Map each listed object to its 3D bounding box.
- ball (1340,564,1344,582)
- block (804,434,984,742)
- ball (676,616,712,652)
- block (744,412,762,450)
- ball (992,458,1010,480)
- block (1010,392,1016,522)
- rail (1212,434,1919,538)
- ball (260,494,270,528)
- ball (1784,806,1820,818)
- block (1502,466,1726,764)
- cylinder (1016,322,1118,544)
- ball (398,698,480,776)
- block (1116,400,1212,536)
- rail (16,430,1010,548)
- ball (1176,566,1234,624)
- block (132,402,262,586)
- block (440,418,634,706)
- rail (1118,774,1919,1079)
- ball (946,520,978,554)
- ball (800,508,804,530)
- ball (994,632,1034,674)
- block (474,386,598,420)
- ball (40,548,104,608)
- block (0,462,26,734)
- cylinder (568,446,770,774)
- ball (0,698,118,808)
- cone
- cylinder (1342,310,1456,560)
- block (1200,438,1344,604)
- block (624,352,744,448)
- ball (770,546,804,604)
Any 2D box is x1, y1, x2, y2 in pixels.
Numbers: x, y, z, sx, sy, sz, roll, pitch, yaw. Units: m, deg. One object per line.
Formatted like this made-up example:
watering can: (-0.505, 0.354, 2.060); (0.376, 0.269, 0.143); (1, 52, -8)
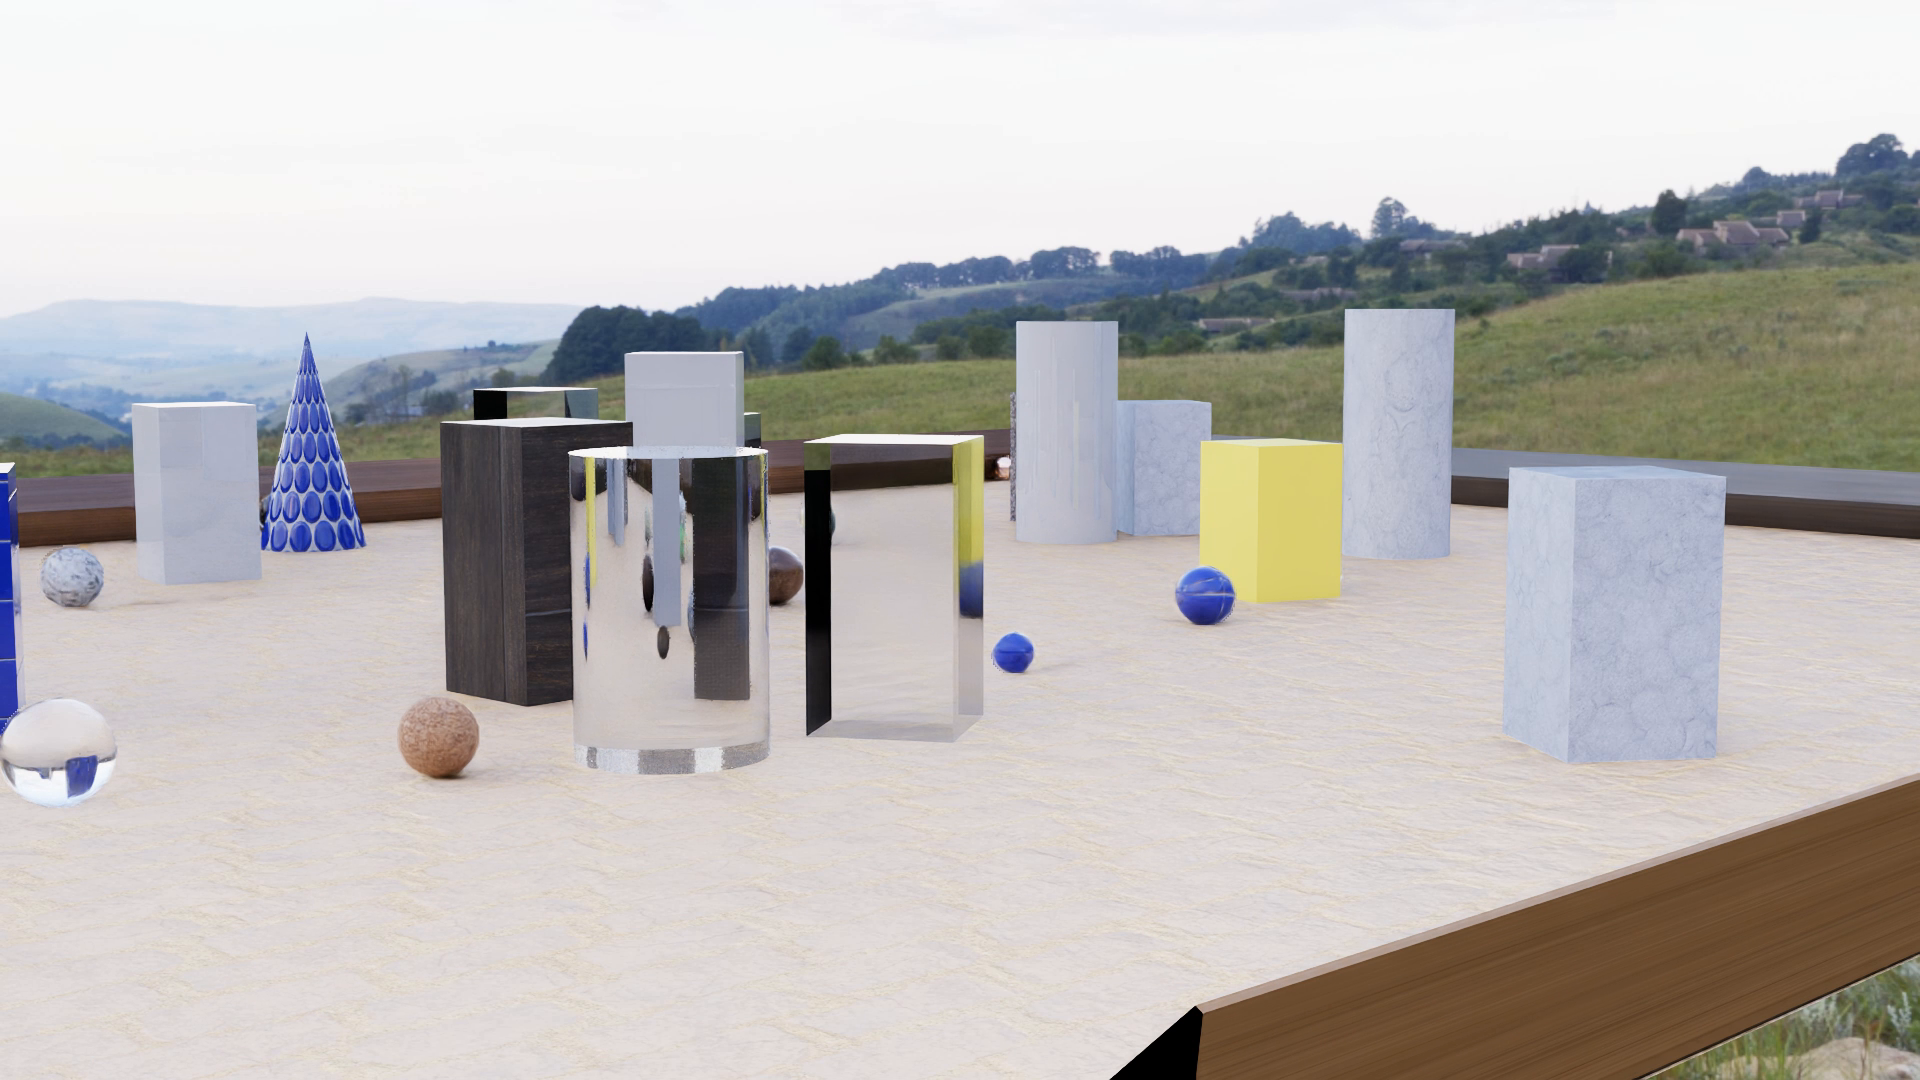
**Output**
ball: (0.590, 0.053, 3.526); (0.051, 0.051, 0.051); (0, 6, 0)
block: (-0.068, 0.046, 2.348); (0.158, 0.309, 0.158); (1, 6, 12)
ball: (-0.348, 0.123, 2.882); (0.045, 0.045, 0.045); (0, 6, 0)
block: (-0.503, -0.132, 4.393); (0.158, 0.239, 0.158); (2, 6, 21)
ball: (0.116, -0.188, 5.779); (0.061, 0.061, 0.061); (0, 6, 0)
block: (0.218, -0.177, 4.657); (0.158, 0.273, 0.158); (5, 8, 41)
rail: (1.471, -0.108, 4.682); (0.045, 0.128, 3.587); (-5, 8, -42)
ball: (-1.362, -0.053, 4.391); (0.082, 0.082, 0.082); (0, 6, 0)
ball: (0.628, 0.236, 1.599); (0.086, 0.086, 0.086); (0, 6, 0)
block: (0.664, 0.071, 2.245); (0.158, 0.281, 0.158); (-1, 6, -9)
cylinder: (0.207, -0.212, 4.274); (0.197, 0.423, 0.197); (0, 6, 0)
ball: (-0.499, 0.189, 2.107); (0.076, 0.076, 0.076); (0, 6, 0)
block: (0.406, -0.148, 4.440); (0.158, 0.261, 0.158); (-1, 6, -12)
rail: (-1.200, -0.102, 4.625); (4.052, 0.128, 0.045); (-5, 8, -42)
ball: (0.348, 0.078, 3.122); (0.084, 0.084, 0.084); (0, 6, 0)
block: (-1.271, -0.081, 3.661); (0.158, 0.289, 0.158); (-4, 7, -35)
block: (-0.492, 0.020, 2.570); (0.158, 0.315, 0.158); (5, 8, 42)
rail: (1.200, 0.168, 2.038); (4.052, 0.128, 0.045); (-5, 8, -42)
ball: (0.003, -0.006, 4.041); (0.060, 0.060, 0.060); (0, 6, 0)
ball: (-0.267, -0.040, 4.248); (0.085, 0.085, 0.085); (0, 6, 0)
ball: (0.067, 0.138, 2.707); (0.051, 0.051, 0.051); (0, 6, 0)
block: (-0.769, -0.123, 4.003); (0.158, 0.302, 0.158); (4, 7, 31)
ball: (-1.332, 0.057, 3.299); (0.090, 0.090, 0.090); (0, 6, 0)
block: (-1.095, 0.062, 2.354); (0.158, 0.276, 0.158); (-2, 6, -20)
cylinder: (-0.289, 0.064, 2.197); (0.197, 0.305, 0.197); (0, 6, 0)
ball: (-0.809, 0.191, 1.973); (0.098, 0.098, 0.098); (0, 6, 0)
cone: (-1.223, -0.190, 4.137); (0.197, 0.407, 0.197); (0, 6, 0)
cylinder: (0.799, -0.197, 4.016); (0.197, 0.446, 0.197); (0, 6, 0)
block: (0.486, -0.033, 3.446); (0.158, 0.239, 0.158); (-3, 7, -27)
block: (-0.401, -0.084, 3.237); (0.158, 0.382, 0.158); (0, 6, -1)
ball: (-0.281, 0.054, 3.343); (0.088, 0.088, 0.088); (0, 6, 0)
